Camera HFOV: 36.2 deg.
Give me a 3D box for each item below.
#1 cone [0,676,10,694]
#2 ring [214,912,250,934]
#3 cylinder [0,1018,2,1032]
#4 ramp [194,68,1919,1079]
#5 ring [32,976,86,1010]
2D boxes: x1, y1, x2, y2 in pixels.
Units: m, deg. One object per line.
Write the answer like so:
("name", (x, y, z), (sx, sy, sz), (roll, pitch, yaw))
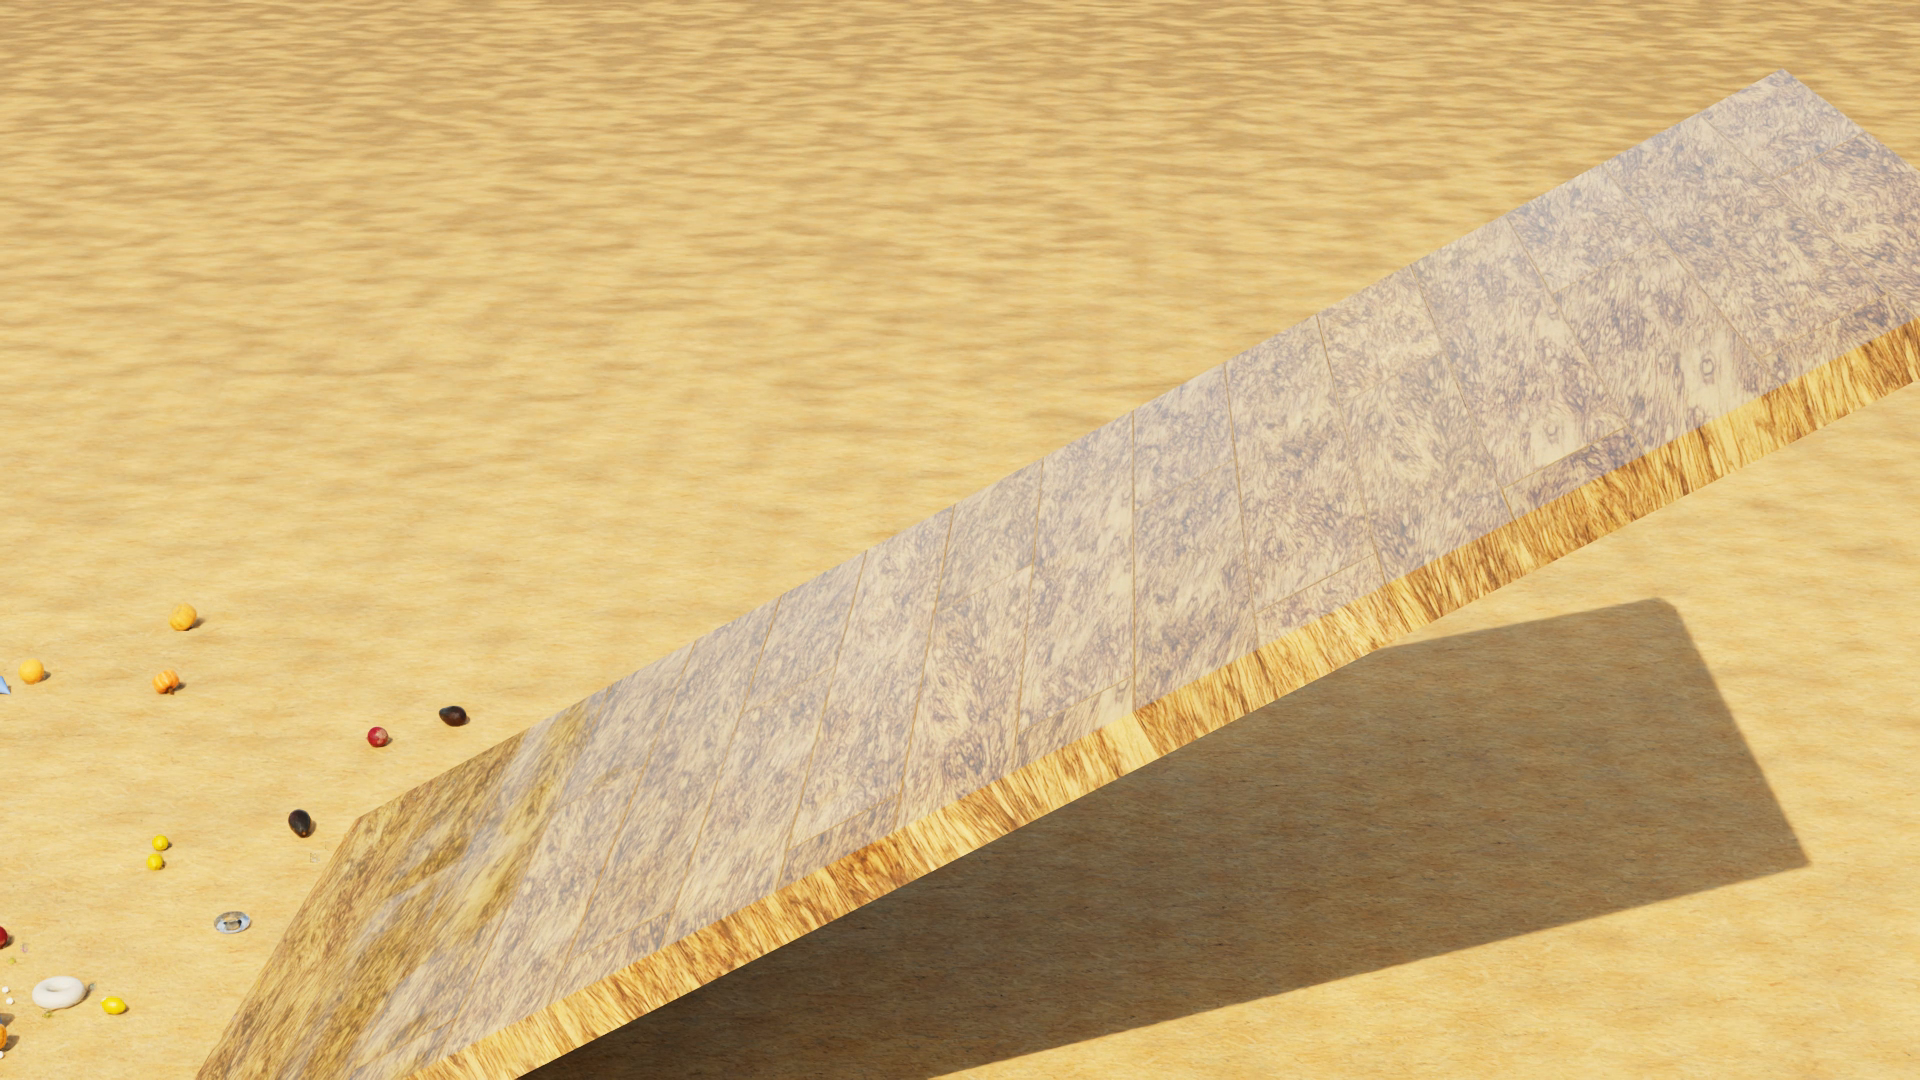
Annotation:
("cone", (-2.832, 0.442, 8.709), (0.057, 0.057, 0.057), (33, 27, 12))
("ring", (-1.783, 0.936, 7.201), (0.088, 0.029, 0.088), (-1, 19, 0))
("cylinder", (-2.210, 1.090, 6.681), (0.060, 0.060, 0.060), (0, 18, 0))
("ramp", (0.142, 0.167, 6.283), (4.000, 0.100, 2.000), (-28, 15, 11))
("ring", (-2.093, 1.052, 6.832), (0.121, 0.040, 0.121), (1, 19, 0))
